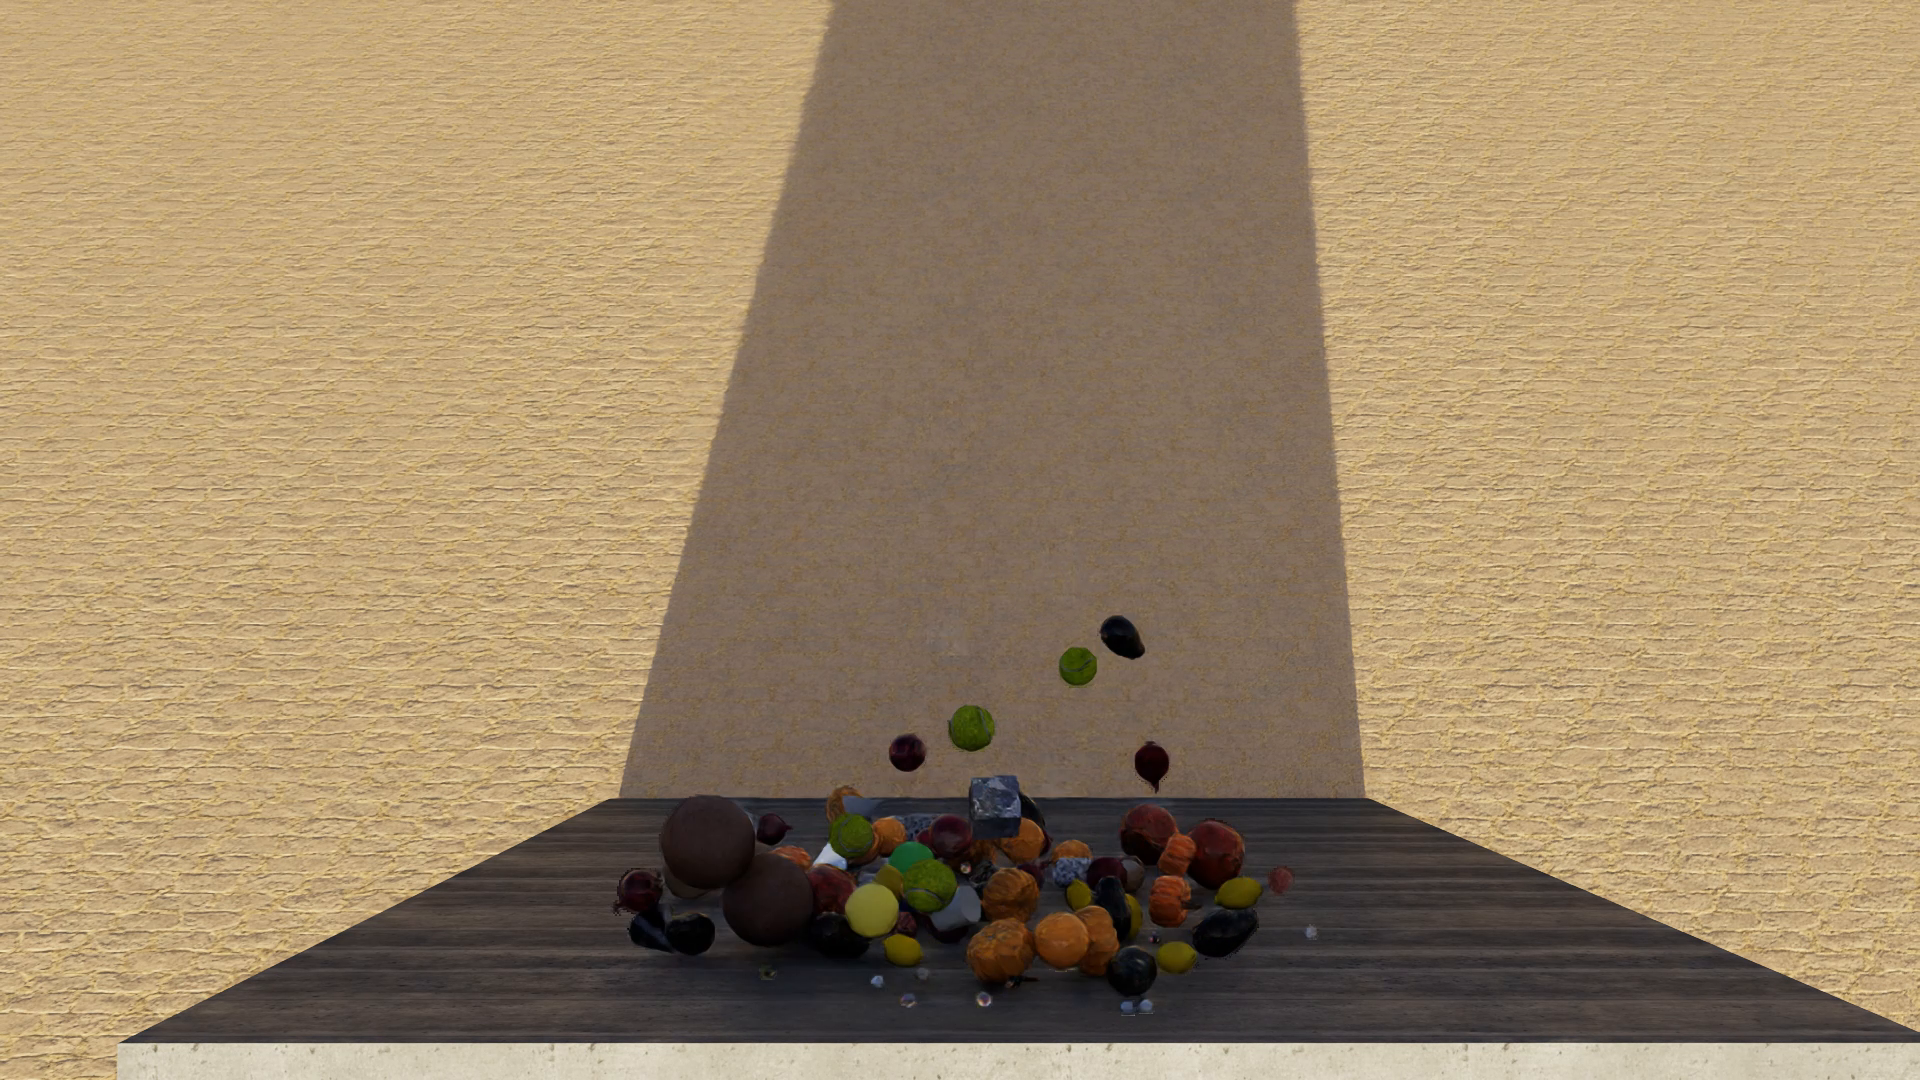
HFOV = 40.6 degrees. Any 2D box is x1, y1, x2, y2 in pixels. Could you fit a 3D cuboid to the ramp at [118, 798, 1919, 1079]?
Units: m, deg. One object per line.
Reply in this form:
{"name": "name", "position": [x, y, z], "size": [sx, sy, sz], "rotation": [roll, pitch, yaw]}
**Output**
{"name": "ramp", "position": [0.077, 0.665, 4.840], "size": [2.000, 0.100, 4.000], "rotation": [0, -2, 0]}

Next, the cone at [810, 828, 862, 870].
{"name": "cone", "position": [-0.245, 0.596, 4.845], "size": [0.089, 0.089, 0.089], "rotation": [-27, 42, -14]}

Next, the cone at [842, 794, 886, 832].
{"name": "cone", "position": [-0.177, 0.511, 4.980], "size": [0.074, 0.074, 0.074], "rotation": [-20, 35, 5]}

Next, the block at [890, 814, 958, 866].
{"name": "block", "position": [-0.069, 0.573, 4.957], "size": [0.093, 0.093, 0.093], "rotation": [-1, -2, 37]}

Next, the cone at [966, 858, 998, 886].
{"name": "cone", "position": [0.029, 0.580, 4.484], "size": [0.050, 0.050, 0.050], "rotation": [-14, 36, -37]}

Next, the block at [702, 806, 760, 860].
{"name": "block", "position": [-0.402, 0.510, 4.519], "size": [0.074, 0.074, 0.074], "rotation": [2, 73, 19]}

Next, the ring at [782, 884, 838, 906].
{"name": "ring", "position": [-0.245, 0.582, 4.258], "size": [0.091, 0.030, 0.091], "rotation": [0, -3, 0]}

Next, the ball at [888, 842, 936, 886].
{"name": "ball", "position": [-0.083, 0.563, 4.501], "size": [0.082, 0.082, 0.082], "rotation": [0, 35, 0]}

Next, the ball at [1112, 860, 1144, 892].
{"name": "ball", "position": [0.287, 0.574, 4.434], "size": [0.056, 0.056, 0.056], "rotation": [0, 35, 0]}

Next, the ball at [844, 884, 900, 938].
{"name": "ball", "position": [-0.121, 0.510, 3.574], "size": [0.075, 0.075, 0.075], "rotation": [0, 35, 0]}

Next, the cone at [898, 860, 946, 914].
{"name": "cone", "position": [-0.038, 0.570, 4.110], "size": [0.096, 0.096, 0.096], "rotation": [27, 42, 15]}

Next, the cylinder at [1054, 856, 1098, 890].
{"name": "cylinder", "position": [0.199, 0.573, 4.466], "size": [0.054, 0.054, 0.054], "rotation": [-13, 19, 44]}

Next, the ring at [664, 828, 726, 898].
{"name": "ring", "position": [-0.442, 0.539, 4.334], "size": [0.042, 0.126, 0.126], "rotation": [19, 38, 38]}

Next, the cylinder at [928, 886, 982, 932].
{"name": "cylinder", "position": [-0.007, 0.504, 3.553], "size": [0.053, 0.053, 0.053], "rotation": [-22, 24, 30]}

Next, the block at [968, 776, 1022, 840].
{"name": "block", "position": [0.049, 0.380, 3.687], "size": [0.065, 0.065, 0.065], "rotation": [-2, 58, -6]}
